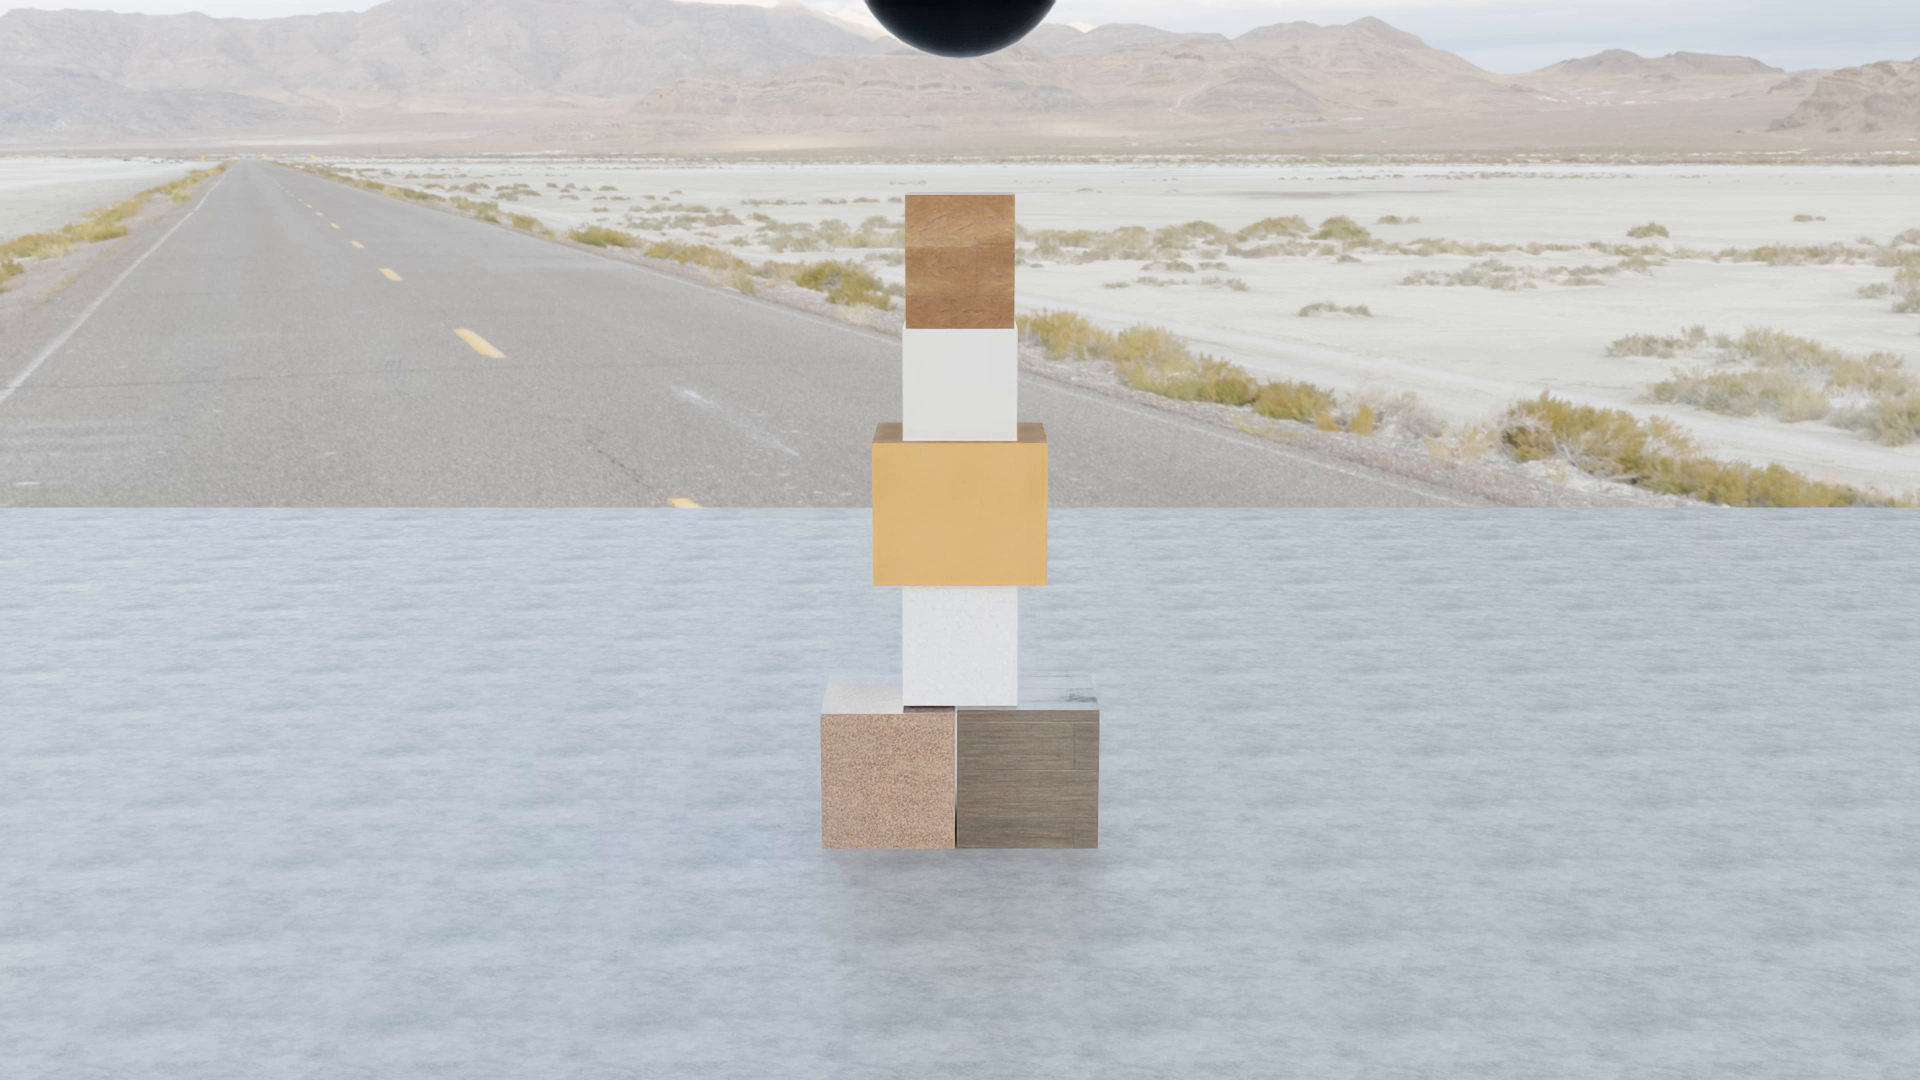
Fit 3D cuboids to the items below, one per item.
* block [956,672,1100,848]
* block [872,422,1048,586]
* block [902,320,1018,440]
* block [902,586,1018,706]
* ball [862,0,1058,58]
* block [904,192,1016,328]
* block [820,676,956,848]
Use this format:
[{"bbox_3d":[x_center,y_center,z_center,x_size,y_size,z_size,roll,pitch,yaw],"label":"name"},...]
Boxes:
[{"bbox_3d":[0.339,1.124,11.375,0.709,0.718,0.807,0,10,0],"label":"block"},{"bbox_3d":[0.000,-0.195,11.155,0.856,0.706,0.812,0,10,0],"label":"block"},{"bbox_3d":[0.000,-0.811,11.039,0.559,0.547,0.616,0,10,0],"label":"block"},{"bbox_3d":[0.000,0.464,11.252,0.571,0.625,0.626,0,10,0],"label":"block"},{"bbox_3d":[0.000,-4.242,15.648,1.600,1.600,1.600,0,10,0],"label":"ball"},{"bbox_3d":[0.000,-1.399,10.939,0.531,0.645,0.603,0,10,0],"label":"block"},{"bbox_3d":[-0.359,1.135,11.373,0.668,0.699,0.804,0,10,0],"label":"block"}]
